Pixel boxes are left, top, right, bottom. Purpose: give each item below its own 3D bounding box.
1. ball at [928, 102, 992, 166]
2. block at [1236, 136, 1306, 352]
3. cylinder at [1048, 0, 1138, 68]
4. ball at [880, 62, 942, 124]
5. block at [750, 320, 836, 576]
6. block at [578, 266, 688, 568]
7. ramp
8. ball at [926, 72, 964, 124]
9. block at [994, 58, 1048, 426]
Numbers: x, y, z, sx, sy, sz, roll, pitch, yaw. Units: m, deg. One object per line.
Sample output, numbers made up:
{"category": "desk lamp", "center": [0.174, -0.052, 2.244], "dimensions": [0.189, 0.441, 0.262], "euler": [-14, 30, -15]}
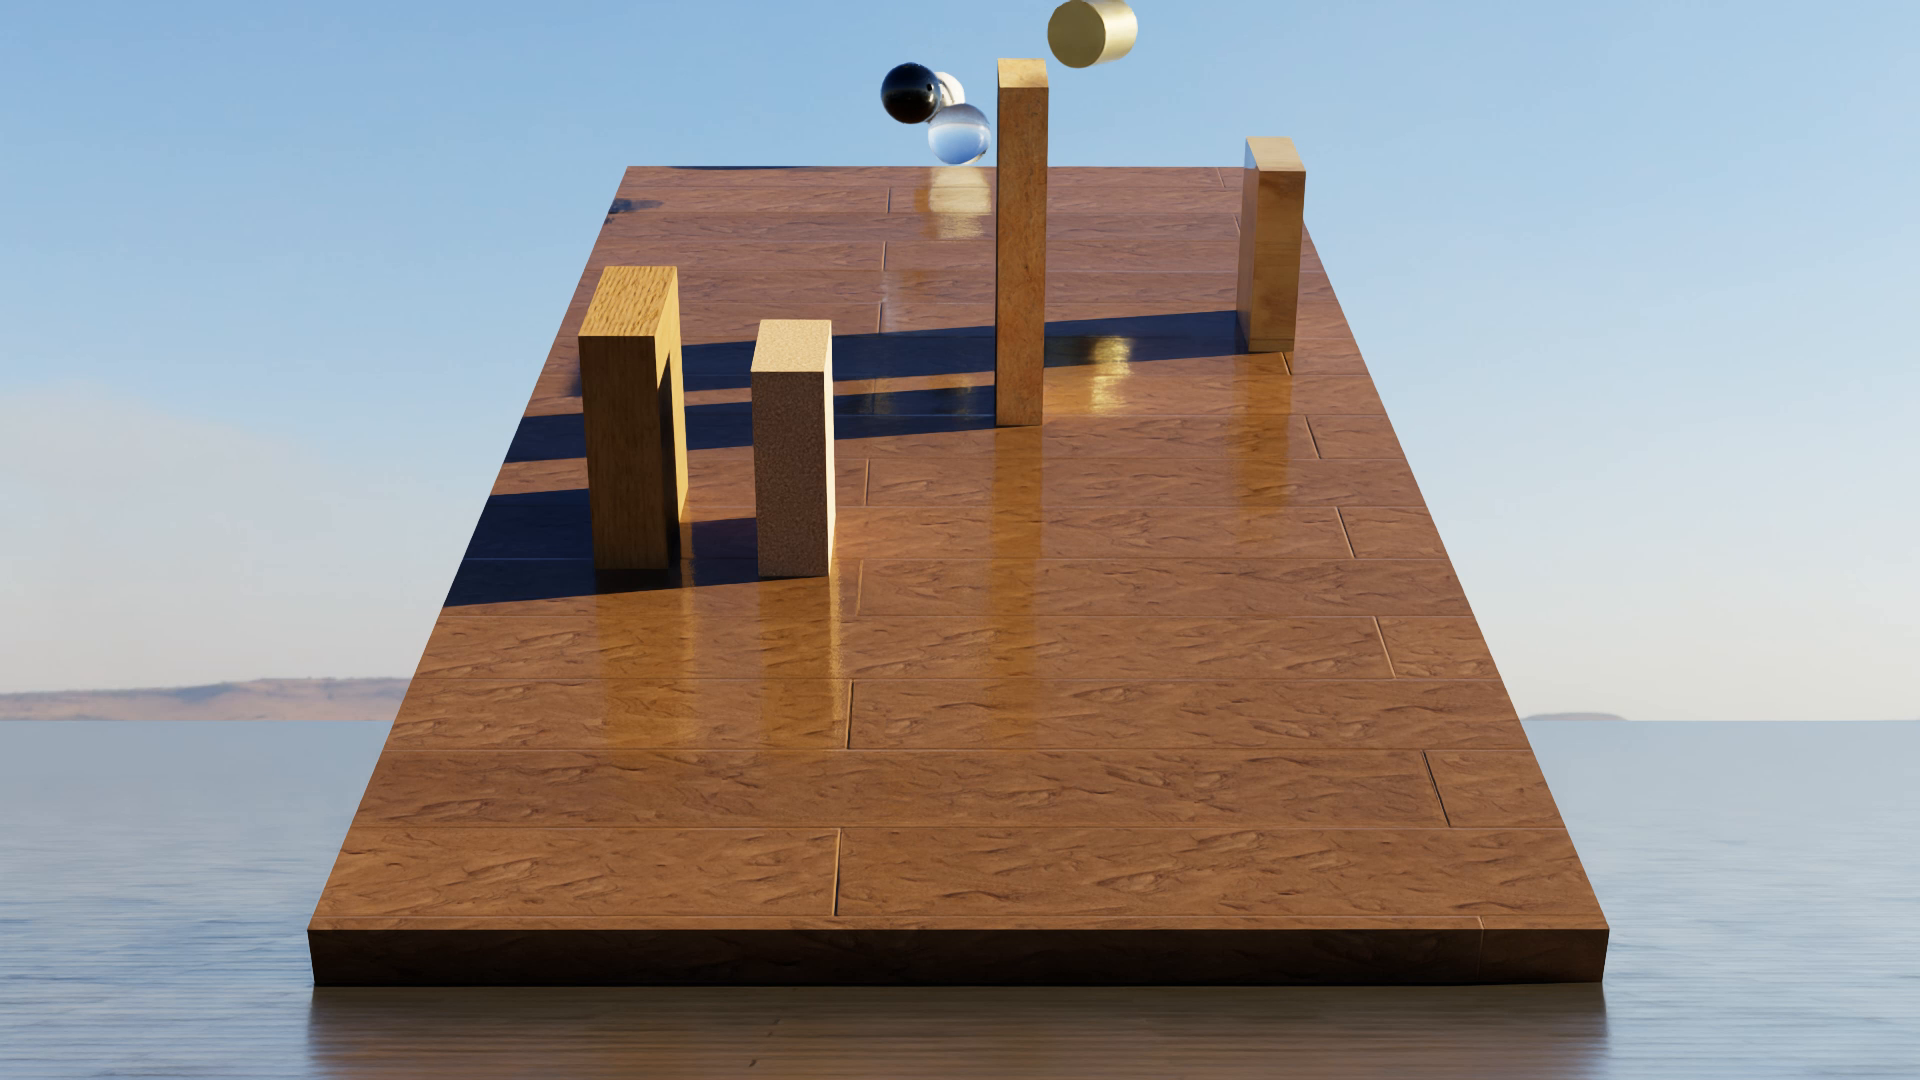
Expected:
{"category": "ball", "center": [-0.001, -1.252, 7.273], "dimensions": [0.198, 0.198, 0.198], "euler": [0, -4, 0]}
{"category": "block", "center": [0.769, -0.737, 5.846], "dimensions": [0.111, 0.460, 0.293], "euler": [0, 26, 0]}
{"category": "cylinder", "center": [0.377, -1.445, 6.691], "dimensions": [0.189, 0.189, 0.189], "euler": [-3, 14, 33]}
{"category": "ball", "center": [-0.143, -1.302, 6.867], "dimensions": [0.178, 0.178, 0.178], "euler": [0, -4, 0]}
{"category": "block", "center": [-0.331, -0.186, 4.726], "dimensions": [0.141, 0.439, 0.281], "euler": [0, 26, 0]}
{"category": "block", "center": [-0.659, -0.254, 4.795], "dimensions": [0.147, 0.499, 0.402], "euler": [0, 26, 0]}
{"category": "ramp", "center": [-0.010, -0.229, 5.434], "dimensions": [2.000, 0.100, 4.000], "euler": [0, 26, 0]}
{"category": "ball", "center": [-0.067, -1.384, 7.380], "dimensions": [0.164, 0.164, 0.164], "euler": [0, -4, 0]}
{"category": "block", "center": [0.136, -0.670, 5.330], "dimensions": [0.105, 0.787, 0.246], "euler": [0, 26, 0]}
